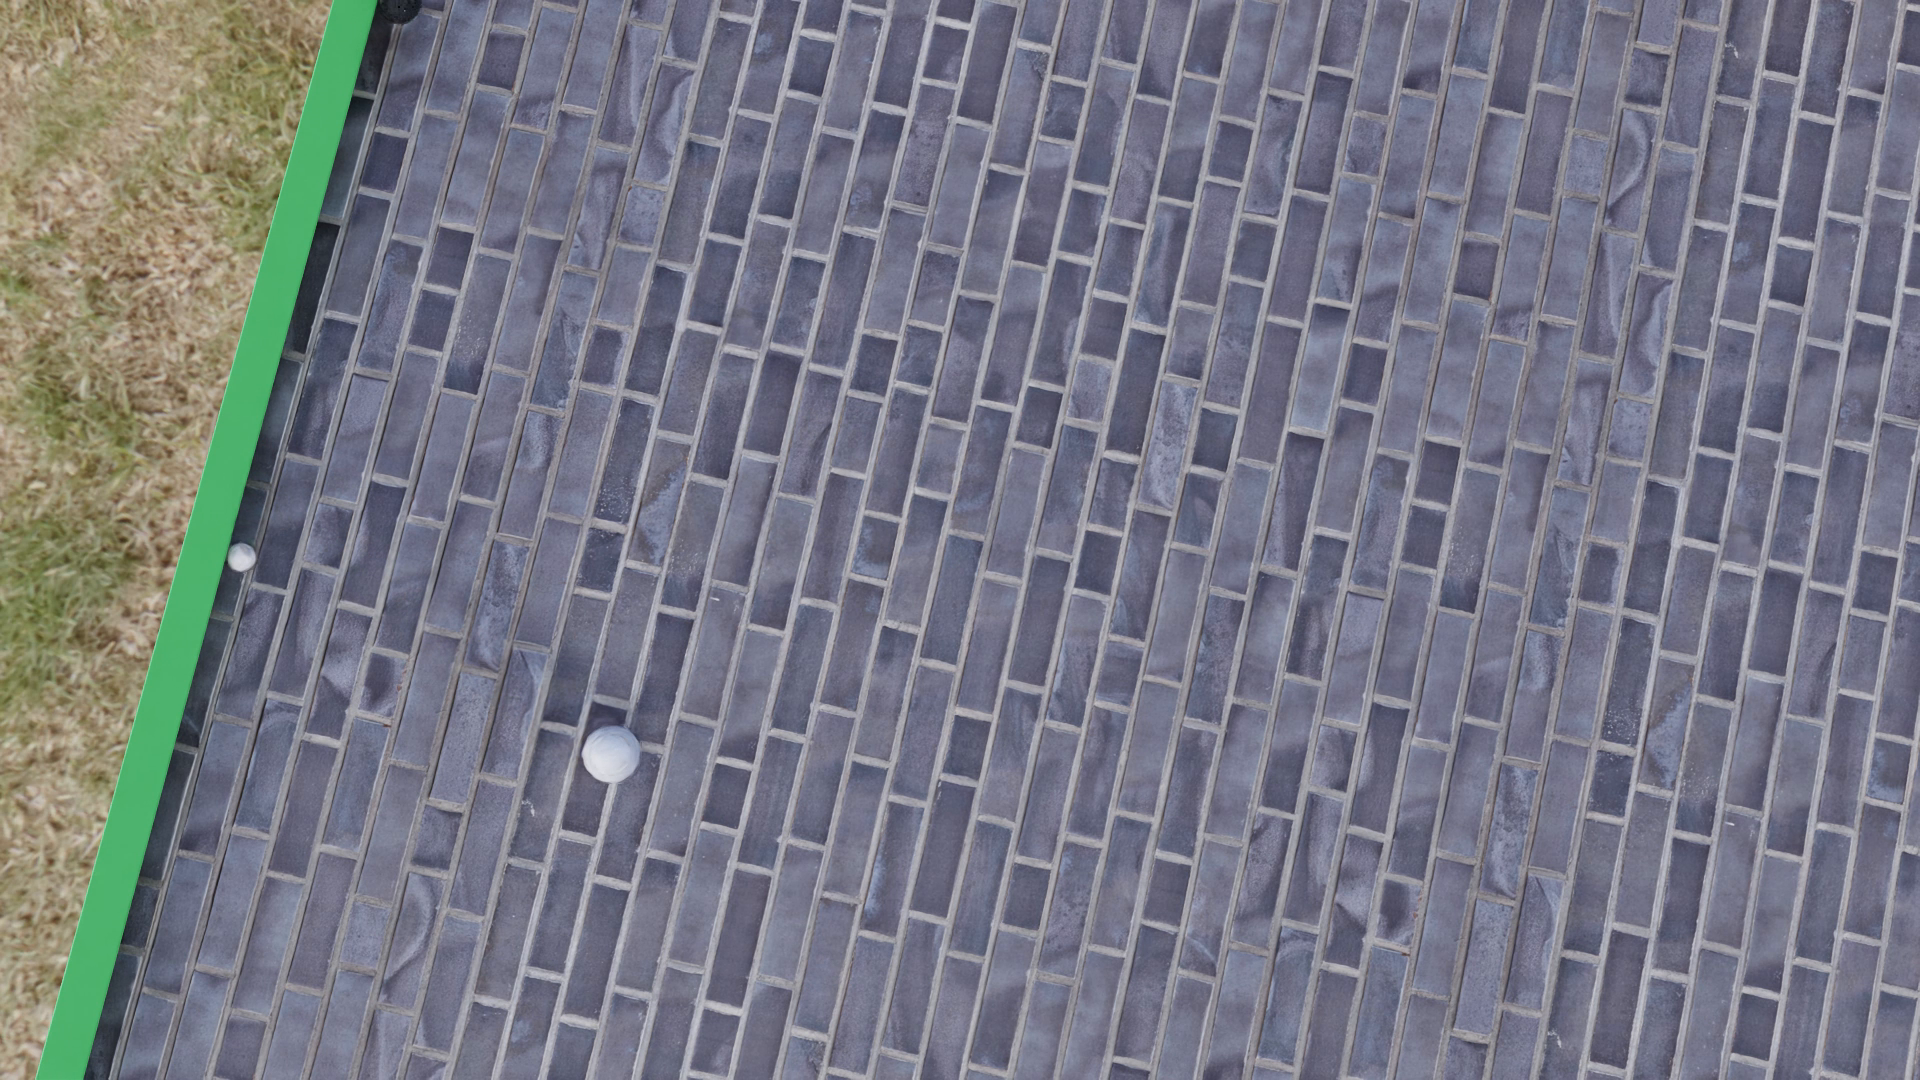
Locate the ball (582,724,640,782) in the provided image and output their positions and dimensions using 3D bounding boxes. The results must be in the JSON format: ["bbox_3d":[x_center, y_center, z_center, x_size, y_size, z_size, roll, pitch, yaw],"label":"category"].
[{"bbox_3d":[-0.510,0.312,3.215,0.084,0.084,0.084,0,82,0],"label":"ball"}]

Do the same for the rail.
[{"bbox_3d":[-1.049,-0.235,3.282,0.045,0.109,2.603,12,82,2],"label":"rail"}]

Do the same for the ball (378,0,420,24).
[{"bbox_3d":[-0.865,-0.827,3.393,0.063,0.063,0.063,0,82,0],"label":"ball"}]

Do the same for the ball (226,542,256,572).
[{"bbox_3d":[-1.072,0.025,3.278,0.043,0.043,0.043,0,82,0],"label":"ball"}]
